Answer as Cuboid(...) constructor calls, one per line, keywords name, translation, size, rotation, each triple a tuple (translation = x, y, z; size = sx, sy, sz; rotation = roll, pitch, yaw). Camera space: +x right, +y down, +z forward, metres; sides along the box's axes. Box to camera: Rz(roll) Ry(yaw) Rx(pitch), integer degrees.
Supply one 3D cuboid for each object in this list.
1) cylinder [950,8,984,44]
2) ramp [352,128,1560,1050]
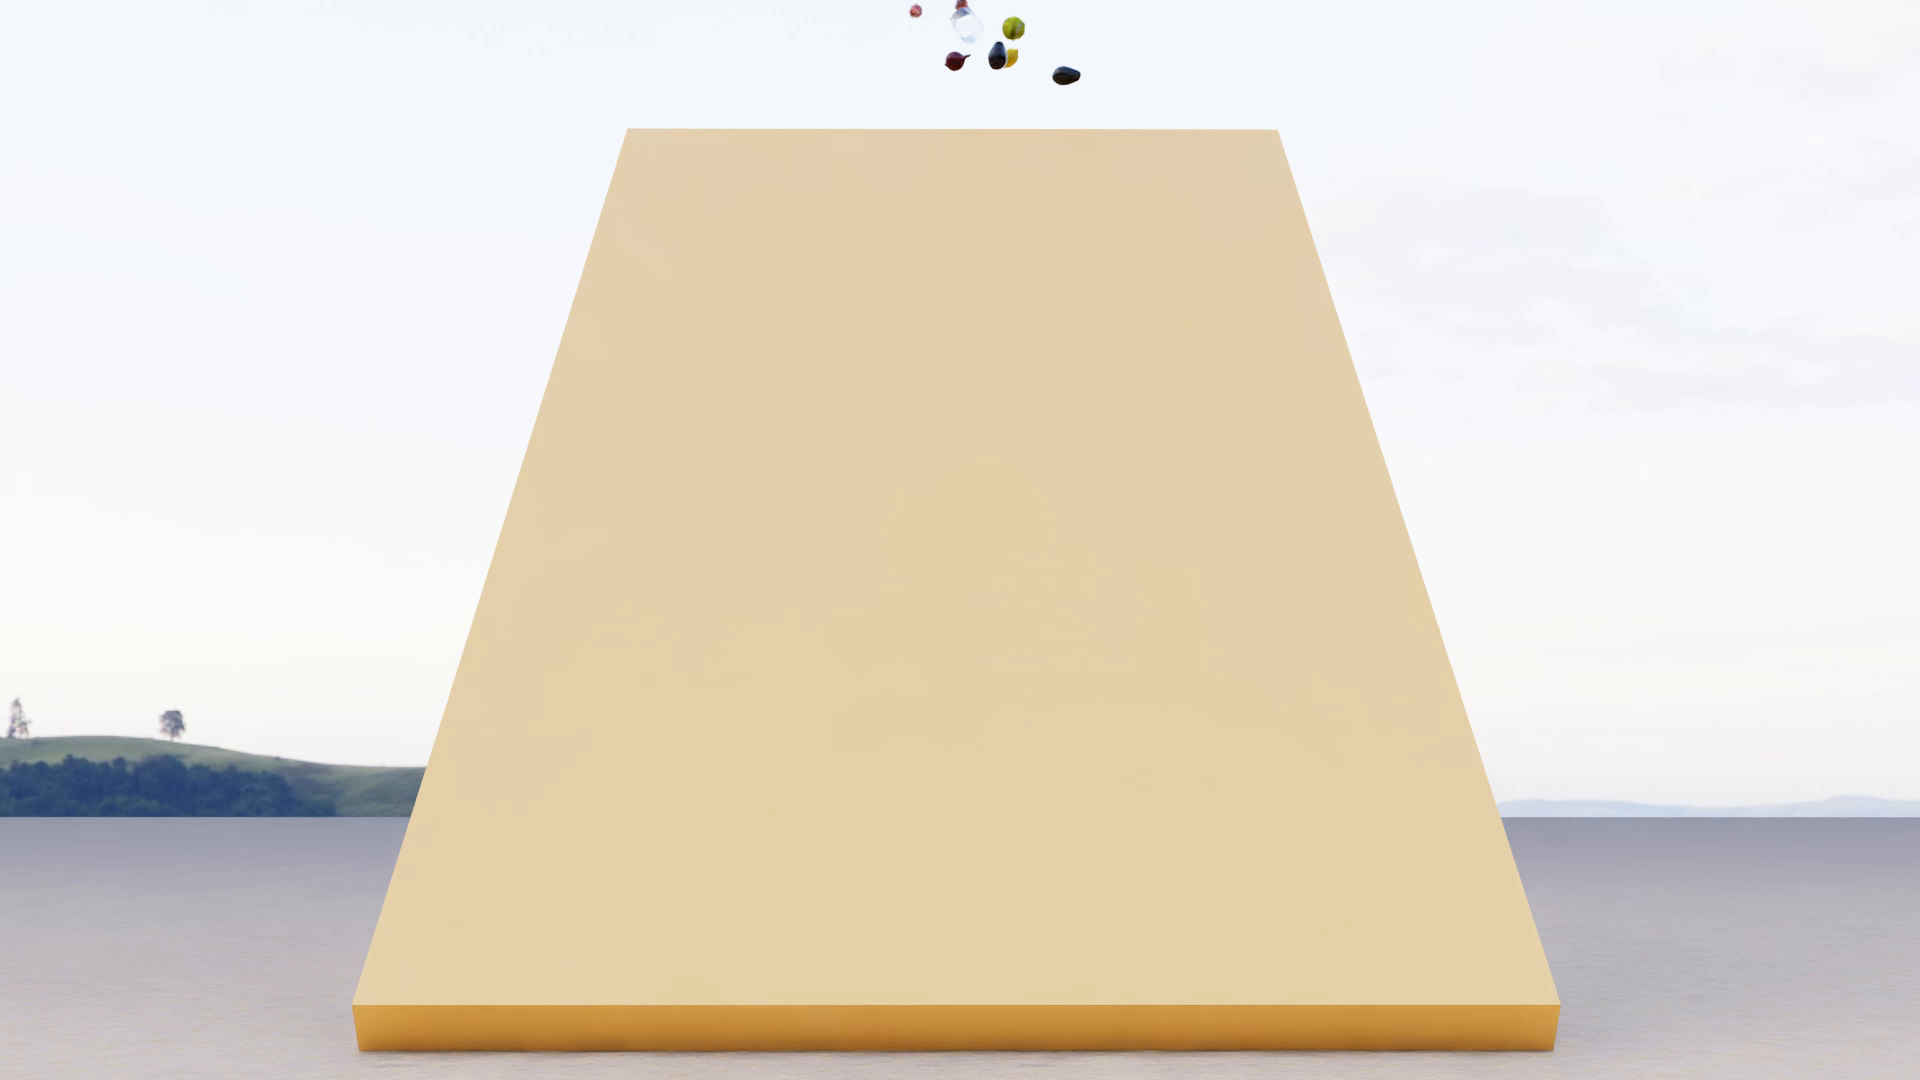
Cuboid(name="cylinder", translation=(0.021, -1.487, 7.003), size=(0.076, 0.076, 0.076), rotation=(3, 36, -28))
Cuboid(name="ramp", translation=(-0.014, -0.205, 5.756), size=(2.000, 0.100, 4.000), rotation=(0, 31, 0))
